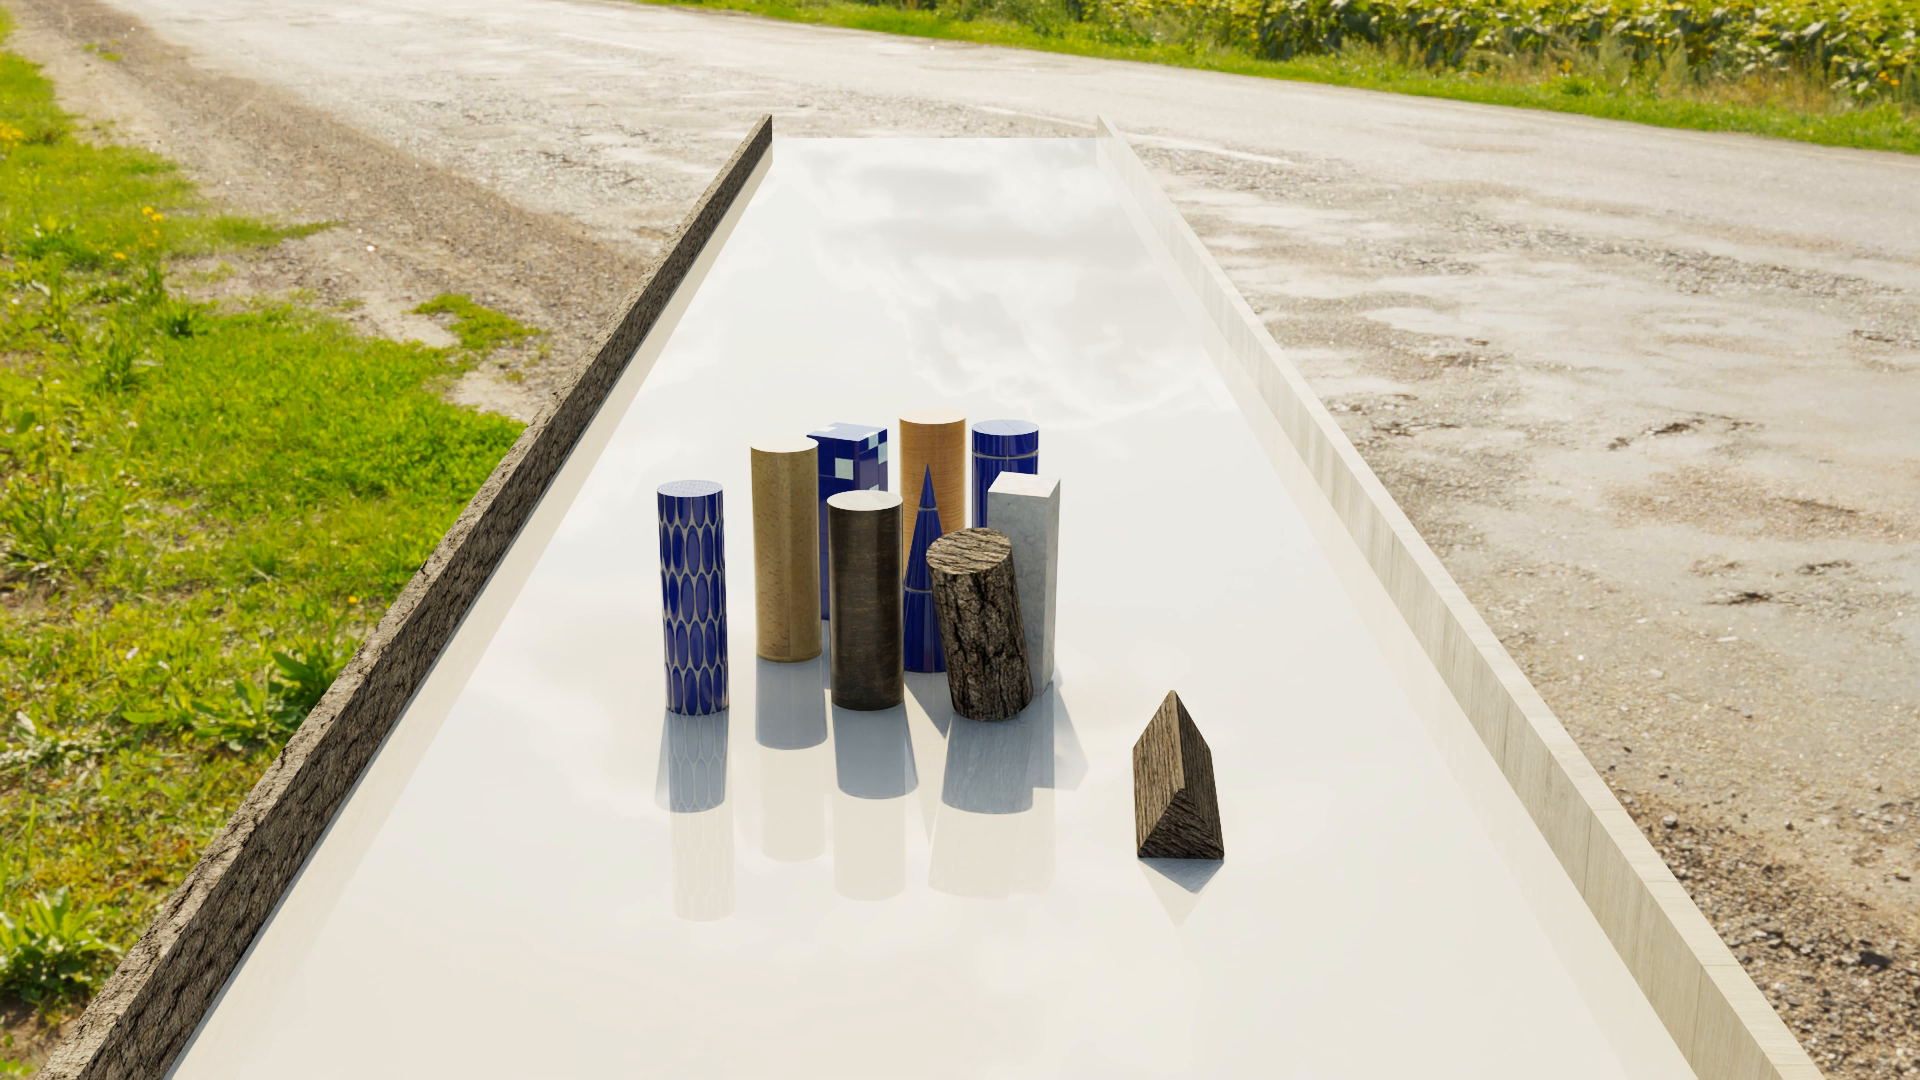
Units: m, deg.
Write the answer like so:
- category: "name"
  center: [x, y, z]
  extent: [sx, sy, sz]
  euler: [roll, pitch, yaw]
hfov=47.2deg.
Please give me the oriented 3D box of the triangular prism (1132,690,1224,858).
- category: "triangular prism"
  center: [0.365, 0.386, 3.710]
  extent: [0.137, 0.119, 0.445]
  euler: [1, 17, 3]

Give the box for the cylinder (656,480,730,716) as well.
- category: "cylinder"
  center: [-0.498, 0.108, 4.118]
  extent: [0.121, 0.425, 0.121]
  euler: [0, 17, 0]

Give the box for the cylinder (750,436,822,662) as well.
- category: "cylinder"
  center: [-0.347, 0.019, 4.401]
  extent: [0.134, 0.435, 0.134]
  euler: [0, 17, 0]

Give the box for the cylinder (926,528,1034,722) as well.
- category: "cylinder"
  center: [0.039, 0.157, 4.067]
  extent: [0.155, 0.329, 0.155]
  euler: [-7, 32, 4]

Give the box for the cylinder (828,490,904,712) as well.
- category: "cylinder"
  center: [-0.177, 0.114, 4.154]
  extent: [0.141, 0.393, 0.141]
  euler: [0, 17, 0]

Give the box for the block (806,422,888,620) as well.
- category: "block"
  center: [-0.236, -0.035, 4.644]
  extent: [0.125, 0.399, 0.125]
  euler: [8, 18, 25]

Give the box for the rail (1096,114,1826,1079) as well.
- category: "rail"
  center: [0.932, -0.844, 7.801]
  extent: [0.050, 0.150, 12.000]
  euler: [0, 17, -1]

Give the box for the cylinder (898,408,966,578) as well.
- category: "cylinder"
  center: [-0.061, -0.096, 4.897]
  extent: [0.149, 0.371, 0.149]
  euler: [0, 17, 0]

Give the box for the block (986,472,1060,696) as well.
- category: "block"
  center: [0.118, 0.084, 4.213]
  extent: [0.116, 0.405, 0.116]
  euler: [6, 22, 12]

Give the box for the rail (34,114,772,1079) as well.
- category: "rail"
  center: [-1.118, -0.838, 7.780]
  extent: [0.050, 0.150, 12.000]
  euler: [0, 17, -1]

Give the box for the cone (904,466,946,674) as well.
- category: "cone"
  center: [-0.063, 0.044, 4.359]
  extent: [0.161, 0.410, 0.161]
  euler: [0, 17, 0]

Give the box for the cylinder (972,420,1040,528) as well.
- category: "cylinder"
  center: [0.095, -0.041, 4.652]
  extent: [0.142, 0.406, 0.142]
  euler: [0, 17, 0]
